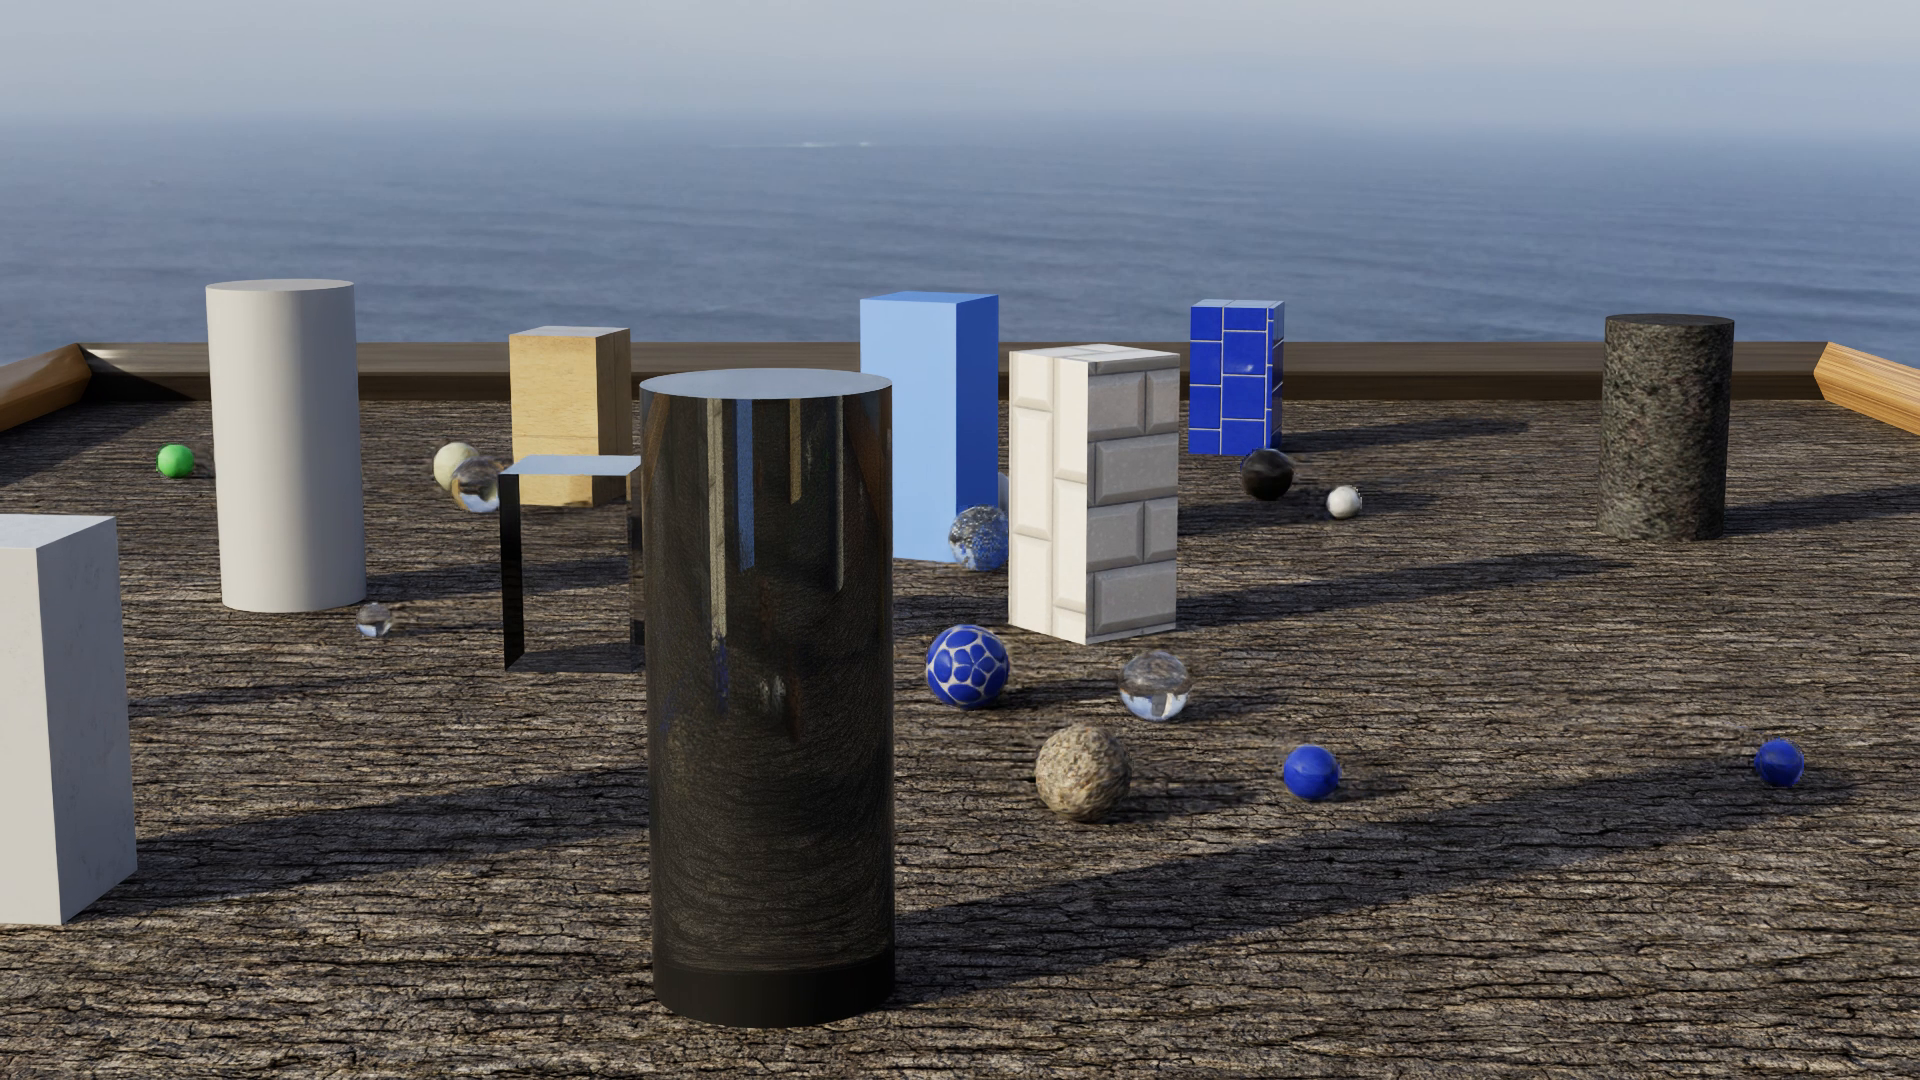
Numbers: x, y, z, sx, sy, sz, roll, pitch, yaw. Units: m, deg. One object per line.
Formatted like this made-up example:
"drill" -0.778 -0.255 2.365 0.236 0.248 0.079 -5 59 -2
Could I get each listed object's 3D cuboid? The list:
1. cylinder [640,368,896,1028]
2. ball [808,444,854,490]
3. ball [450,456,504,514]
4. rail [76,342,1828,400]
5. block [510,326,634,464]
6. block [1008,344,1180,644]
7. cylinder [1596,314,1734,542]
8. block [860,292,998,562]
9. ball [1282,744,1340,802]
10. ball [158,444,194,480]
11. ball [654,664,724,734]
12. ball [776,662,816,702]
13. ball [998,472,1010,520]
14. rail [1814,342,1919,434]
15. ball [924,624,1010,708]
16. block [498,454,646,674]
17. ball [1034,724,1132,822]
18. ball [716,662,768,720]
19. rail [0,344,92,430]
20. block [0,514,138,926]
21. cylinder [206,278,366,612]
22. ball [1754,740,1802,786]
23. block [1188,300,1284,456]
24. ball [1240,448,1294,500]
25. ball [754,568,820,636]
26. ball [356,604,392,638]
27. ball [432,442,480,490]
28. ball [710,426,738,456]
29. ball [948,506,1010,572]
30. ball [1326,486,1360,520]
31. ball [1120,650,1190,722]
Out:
"cylinder" -0.149 0.118 2.013 0.194 0.485 0.194 0 11 0
"ball" -0.222 -0.126 4.438 0.078 0.078 0.078 0 11 0
"ball" -0.786 -0.090 4.202 0.095 0.095 0.095 0 11 0
"rail" -0.013 -0.366 5.593 3.832 0.126 0.045 0 11 0
"block" -0.663 -0.218 4.388 0.155 0.278 0.155 3 11 14
"block" 0.173 -0.064 3.331 0.155 0.360 0.155 -8 13 -37
"cylinder" 1.104 -0.179 4.022 0.194 0.334 0.194 0 11 0
"block" -0.045 -0.174 3.859 0.155 0.384 0.155 5 12 24
"ball" 0.351 0.233 2.566 0.056 0.056 0.056 0 11 0
"ball" -1.392 -0.139 4.554 0.062 0.062 0.062 0 11 0
"ball" -0.298 0.174 2.824 0.077 0.077 0.077 0 11 0
"ball" -0.189 0.165 2.961 0.046 0.046 0.046 0 11 0
"ball" 0.042 -0.063 4.049 0.097 0.097 0.097 0 11 0
"rail" 1.892 0.030 3.460 0.045 0.126 4.408 0 11 0
"ball" 0.008 0.144 2.932 0.097 0.097 0.097 0 11 0
"block" -0.470 0.027 3.164 0.155 0.243 0.155 1 11 4
"ball" 0.120 0.226 2.497 0.095 0.095 0.095 0 11 0
"ball" -0.247 0.170 2.886 0.063 0.063 0.063 0 11 0
"rail" -1.892 0.034 3.438 0.045 0.126 4.408 0 11 0
"block" -0.838 0.153 2.251 0.155 0.329 0.155 1 11 6
"cylinder" -0.918 -0.132 3.505 0.194 0.432 0.194 0 11 0
"ball" 0.836 0.227 2.620 0.047 0.047 0.047 0 11 0
"block" 0.527 -0.311 4.887 0.155 0.278 0.155 3 11 14
"ball" 0.518 -0.111 4.330 0.088 0.088 0.088 0 11 0
"ball" -0.223 0.080 3.308 0.086 0.086 0.086 0 11 0
"ball" -0.753 0.103 3.299 0.044 0.044 0.044 0 11 0
"ball" -0.863 -0.125 4.413 0.086 0.086 0.086 0 11 0
"ball" -0.444 -0.187 4.832 0.054 0.054 0.054 0 11 0
"ball" 0.031 -0.002 3.722 0.096 0.096 0.096 0 11 0
"ball" 0.620 -0.060 4.155 0.053 0.053 0.053 0 11 0
"ball" 0.218 0.163 2.877 0.080 0.080 0.080 0 11 0
